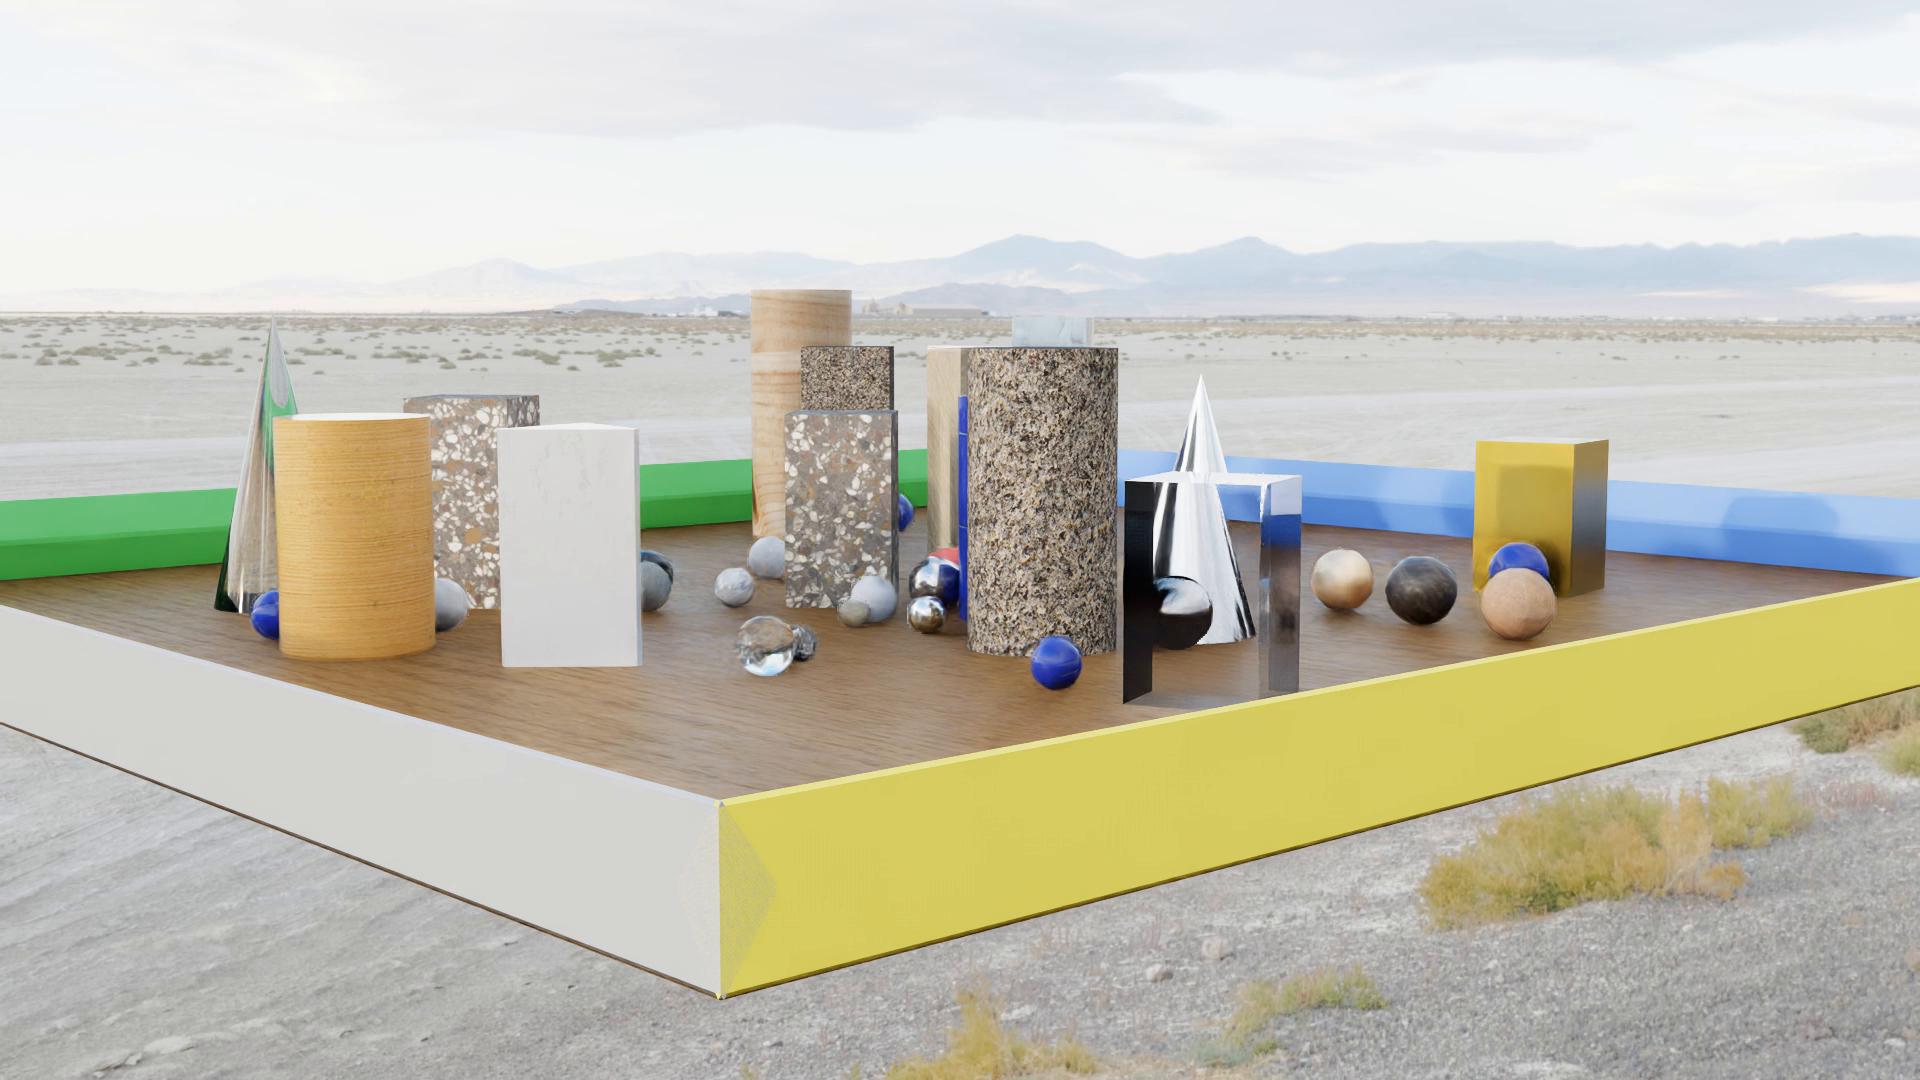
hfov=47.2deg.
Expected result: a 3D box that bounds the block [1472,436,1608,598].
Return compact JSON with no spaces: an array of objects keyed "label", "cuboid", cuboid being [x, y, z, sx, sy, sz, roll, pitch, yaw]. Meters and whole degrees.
[{"label":"block","cuboid":[0.929,-0.040,3.518,0.159,0.240,0.159,4,7,35]}]

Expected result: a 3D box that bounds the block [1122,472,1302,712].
[{"label":"block","cuboid":[0.291,0.056,2.523,0.159,0.255,0.159,3,7,25]}]

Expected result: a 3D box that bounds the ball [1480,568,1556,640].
[{"label":"ball","cuboid":[0.757,0.086,2.984,0.099,0.099,0.099,0,6,0]}]

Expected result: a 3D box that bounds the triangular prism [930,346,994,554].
[{"label":"triangular prism","cuboid":[0.002,-0.130,3.671,0.149,0.386,0.172,6,8,44]}]

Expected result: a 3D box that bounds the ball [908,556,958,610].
[{"label":"ball","cuboid":[-0.035,0.066,3.259,0.083,0.083,0.083,0,6,0]}]

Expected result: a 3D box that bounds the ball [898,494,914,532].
[{"label":"ball","cuboid":[-0.134,-0.054,4.406,0.082,0.082,0.082,0,6,0]}]

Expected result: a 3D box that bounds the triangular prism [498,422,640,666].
[{"label":"triangular prism","cuboid":[-0.490,0.003,2.822,0.172,0.298,0.149,0,6,-2]}]

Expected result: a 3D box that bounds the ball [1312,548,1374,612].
[{"label":"ball","cuboid":[0.569,0.060,3.271,0.092,0.092,0.092,0,6,0]}]

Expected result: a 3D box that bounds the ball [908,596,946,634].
[{"label":"ball","cuboid":[-0.045,0.103,3.042,0.053,0.053,0.053,0,6,0]}]

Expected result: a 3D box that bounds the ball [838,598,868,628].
[{"label":"ball","cuboid":[-0.150,0.103,3.095,0.042,0.042,0.042,0,6,0]}]

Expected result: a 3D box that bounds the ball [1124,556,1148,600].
[{"label":"ball","cuboid":[0.289,0.060,3.350,0.075,0.075,0.075,0,6,0]}]

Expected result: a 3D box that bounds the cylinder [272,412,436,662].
[{"label":"cylinder","cuboid":[-0.793,-0.008,2.886,0.199,0.307,0.199,0,6,0]}]

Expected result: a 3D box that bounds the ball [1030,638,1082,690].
[{"label":"ball","cuboid":[0.113,0.146,2.589,0.061,0.061,0.061,0,6,0]}]

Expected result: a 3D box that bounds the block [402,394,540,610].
[{"label":"block","cuboid":[-0.742,-0.062,3.365,0.159,0.315,0.159,1,6,7]}]

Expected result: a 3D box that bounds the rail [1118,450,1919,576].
[{"label":"rail","cuboid":[1.025,-0.064,4.273,0.045,0.129,2.619,-5,8,-42]}]

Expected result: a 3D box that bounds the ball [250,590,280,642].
[{"label":"ball","cuboid":[-0.923,0.102,2.973,0.070,0.070,0.070,0,6,0]}]

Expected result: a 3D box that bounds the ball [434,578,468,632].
[{"label":"ball","cuboid":[-0.722,0.090,3.057,0.076,0.076,0.076,0,6,0]}]

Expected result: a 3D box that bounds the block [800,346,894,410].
[{"label":"block","cuboid":[-0.205,-0.166,4.053,0.159,0.379,0.159,0,6,1]}]

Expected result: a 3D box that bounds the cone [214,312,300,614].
[{"label":"cone","cuboid":[-1.031,-0.122,3.322,0.199,0.442,0.199,0,6,0]}]

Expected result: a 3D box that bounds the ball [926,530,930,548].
[{"label":"ball","cuboid":[-0.032,-0.001,4.013,0.059,0.059,0.059,0,6,0]}]

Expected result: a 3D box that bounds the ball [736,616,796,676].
[{"label":"ball","cuboid":[-0.237,0.129,2.688,0.075,0.075,0.075,0,6,0]}]

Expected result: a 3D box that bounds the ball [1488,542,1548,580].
[{"label":"ball","cuboid":[0.864,0.047,3.401,0.090,0.090,0.090,0,6,0]}]

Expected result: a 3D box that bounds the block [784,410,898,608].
[{"label":"block","cuboid":[-0.179,-0.051,3.372,0.159,0.290,0.159,0,6,2]}]

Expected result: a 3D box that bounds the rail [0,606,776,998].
[{"label":"rail","cuboid":[-1.025,0.132,2.391,0.045,0.129,2.619,-5,8,-42]}]

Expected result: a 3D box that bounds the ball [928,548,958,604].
[{"label":"ball","cuboid":[-0.017,0.055,3.343,0.087,0.087,0.087,0,6,0]}]

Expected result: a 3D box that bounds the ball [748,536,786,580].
[{"label":"ball","cuboid":[-0.316,0.030,3.662,0.071,0.071,0.071,0,6,0]}]

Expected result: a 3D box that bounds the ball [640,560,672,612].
[{"label":"ball","cuboid":[-0.466,0.069,3.258,0.076,0.076,0.076,0,6,0]}]

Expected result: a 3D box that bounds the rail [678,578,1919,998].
[{"label":"rail","cuboid":[0.872,0.132,2.392,2.838,0.129,0.045,-5,8,-42]}]

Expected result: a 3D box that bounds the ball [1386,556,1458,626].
[{"label":"ball","cuboid":[0.655,0.071,3.124,0.099,0.099,0.099,0,6,0]}]

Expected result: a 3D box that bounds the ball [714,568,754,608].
[{"label":"ball","cuboid":[-0.339,0.072,3.311,0.060,0.060,0.060,0,6,0]}]

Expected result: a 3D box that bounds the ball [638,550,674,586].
[{"label":"ball","cuboid":[-0.479,0.056,3.359,0.081,0.081,0.081,0,6,0]}]

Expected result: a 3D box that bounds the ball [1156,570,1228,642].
[{"label":"ball","cuboid":[0.313,0.089,2.961,0.097,0.097,0.097,0,6,0]}]

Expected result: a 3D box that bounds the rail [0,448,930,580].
[{"label":"rail","cuboid":[-0.872,-0.064,4.272,2.838,0.129,0.045,-5,8,-42]}]

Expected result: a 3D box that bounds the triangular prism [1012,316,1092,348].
[{"label":"triangular prism","cuboid":[0.210,-0.205,4.169,0.172,0.433,0.149,4,7,35]}]

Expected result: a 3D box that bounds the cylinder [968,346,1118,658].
[{"label":"cylinder","cuboid":[0.109,-0.055,2.910,0.199,0.396,0.199,0,6,0]}]

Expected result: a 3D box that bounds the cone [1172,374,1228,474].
[{"label":"cone","cuboid":[0.337,-0.055,3.087,0.199,0.357,0.199,0,6,0]}]

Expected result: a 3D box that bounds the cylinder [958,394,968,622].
[{"label":"cylinder","cuboid":[0.096,-0.048,3.199,0.199,0.322,0.199,0,6,0]}]

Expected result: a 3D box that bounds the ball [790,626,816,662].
[{"label":"ball","cuboid":[-0.206,0.132,2.792,0.048,0.048,0.048,0,6,0]}]

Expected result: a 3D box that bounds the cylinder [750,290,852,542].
[{"label":"cylinder","cuboid":[-0.310,-0.246,4.313,0.199,0.485,0.199,0,6,0]}]

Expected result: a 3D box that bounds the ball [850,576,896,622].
[{"label":"ball","cuboid":[-0.124,0.084,3.156,0.067,0.067,0.067,0,6,0]}]
